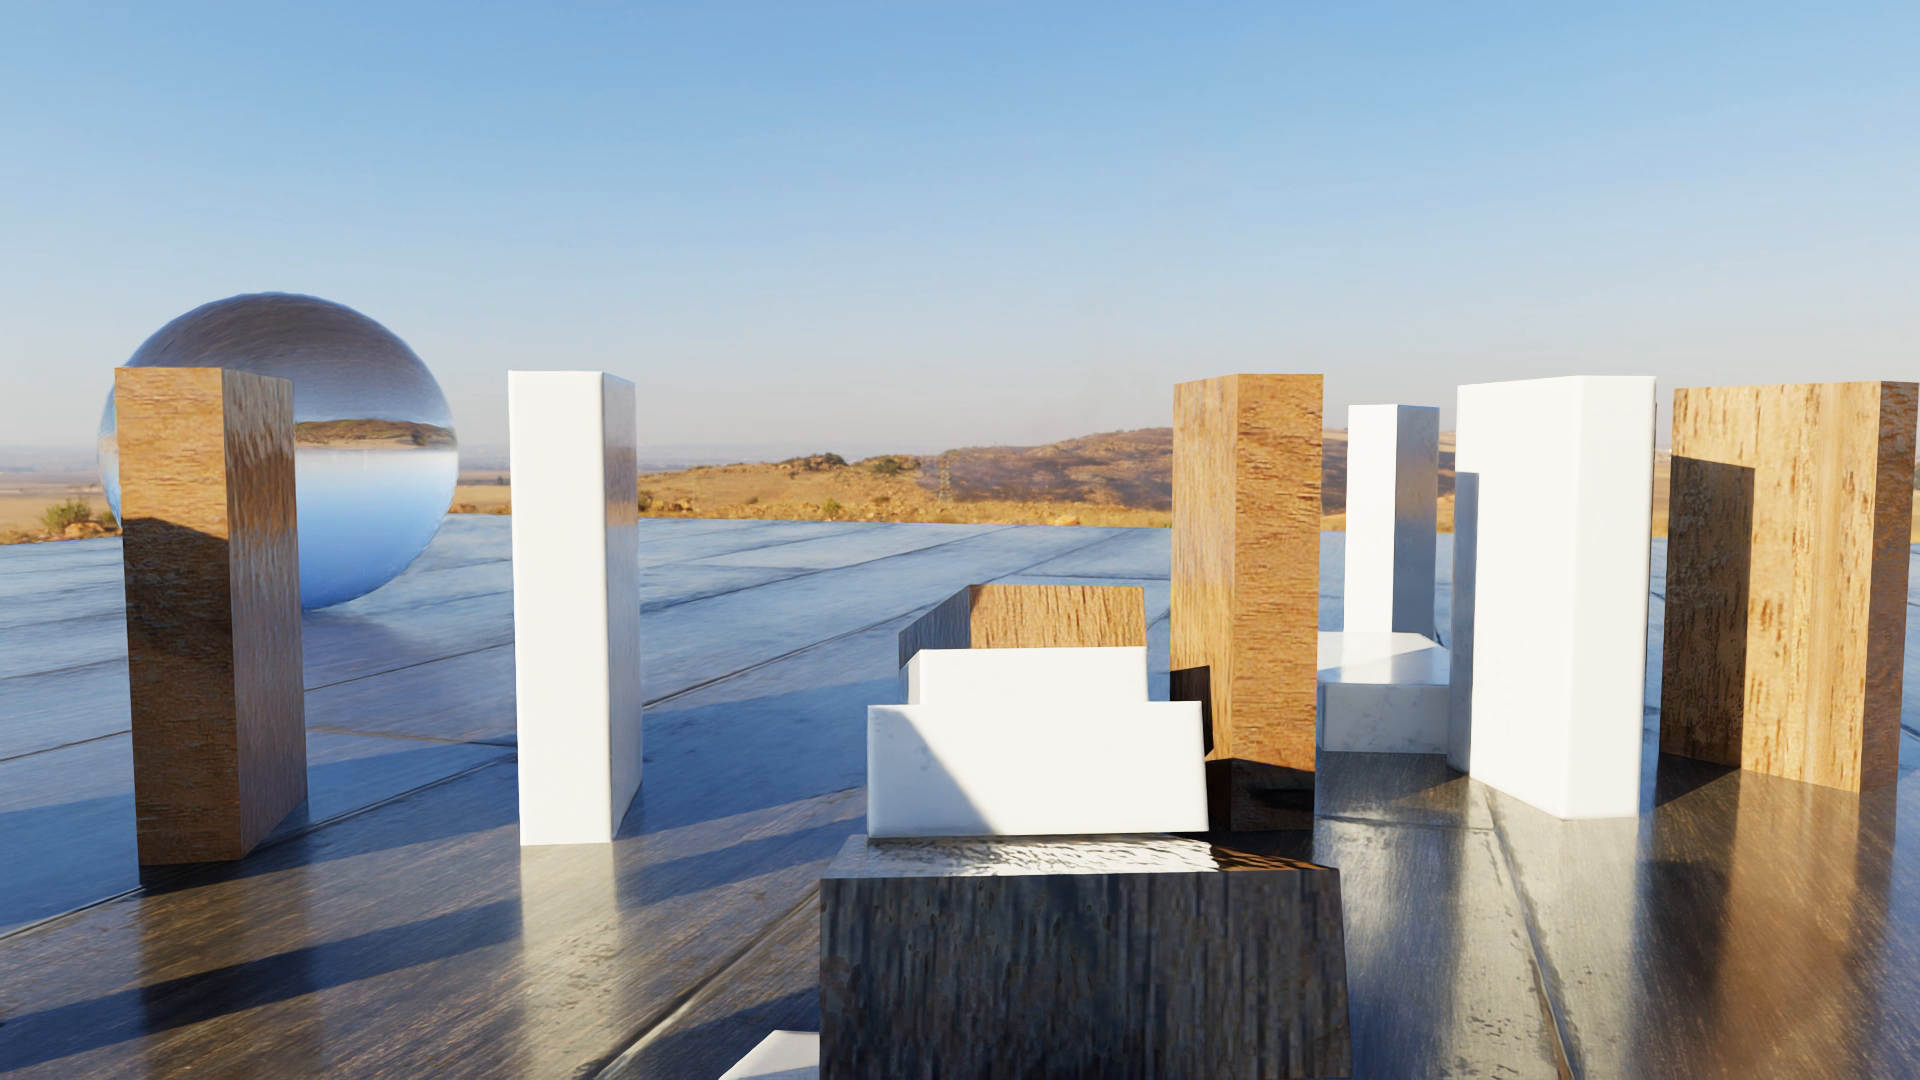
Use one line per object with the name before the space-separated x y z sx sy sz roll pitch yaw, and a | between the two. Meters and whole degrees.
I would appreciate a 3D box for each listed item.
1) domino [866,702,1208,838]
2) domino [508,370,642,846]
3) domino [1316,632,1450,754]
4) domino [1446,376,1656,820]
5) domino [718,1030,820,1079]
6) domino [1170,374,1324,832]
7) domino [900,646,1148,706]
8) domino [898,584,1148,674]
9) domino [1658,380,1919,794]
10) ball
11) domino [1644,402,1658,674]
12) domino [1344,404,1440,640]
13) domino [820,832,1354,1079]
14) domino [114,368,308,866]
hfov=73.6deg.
domino | 0.004 0.022 0.119 0.025 0.009 0.050 0 -12 -4
domino | -0.043 0.007 0.147 0.009 0.050 0.025 0 4 -7
domino | 0.065 0.023 0.201 0.025 0.009 0.050 0 4 6
domino | 0.071 0.006 0.156 0.009 0.050 0.025 -1 4 -9
domino | 0.000 0.028 0.047 0.025 0.009 0.050 0 -10 5
domino | 0.033 0.006 0.152 0.009 0.050 0.025 0 4 -6
domino | 0.006 0.020 0.164 0.025 0.009 0.050 0 -8 -5
domino | 0.008 0.016 0.198 0.025 0.010 0.050 1 -12 -14
domino | 0.107 0.005 0.168 0.009 0.050 0.025 -3 5 -31
ball | -0.168 -0.022 0.322 0.080 0.080 0.080 0 4 0
domino | 0.114 0.000 0.233 0.025 0.050 0.010 -3 5 -34
domino | 0.088 -0.002 0.260 0.010 0.050 0.025 3 5 38
domino | 0.005 0.025 0.085 0.025 0.010 0.050 0 -11 -3
domino | -0.081 0.007 0.141 0.009 0.050 0.025 -1 4 -13
